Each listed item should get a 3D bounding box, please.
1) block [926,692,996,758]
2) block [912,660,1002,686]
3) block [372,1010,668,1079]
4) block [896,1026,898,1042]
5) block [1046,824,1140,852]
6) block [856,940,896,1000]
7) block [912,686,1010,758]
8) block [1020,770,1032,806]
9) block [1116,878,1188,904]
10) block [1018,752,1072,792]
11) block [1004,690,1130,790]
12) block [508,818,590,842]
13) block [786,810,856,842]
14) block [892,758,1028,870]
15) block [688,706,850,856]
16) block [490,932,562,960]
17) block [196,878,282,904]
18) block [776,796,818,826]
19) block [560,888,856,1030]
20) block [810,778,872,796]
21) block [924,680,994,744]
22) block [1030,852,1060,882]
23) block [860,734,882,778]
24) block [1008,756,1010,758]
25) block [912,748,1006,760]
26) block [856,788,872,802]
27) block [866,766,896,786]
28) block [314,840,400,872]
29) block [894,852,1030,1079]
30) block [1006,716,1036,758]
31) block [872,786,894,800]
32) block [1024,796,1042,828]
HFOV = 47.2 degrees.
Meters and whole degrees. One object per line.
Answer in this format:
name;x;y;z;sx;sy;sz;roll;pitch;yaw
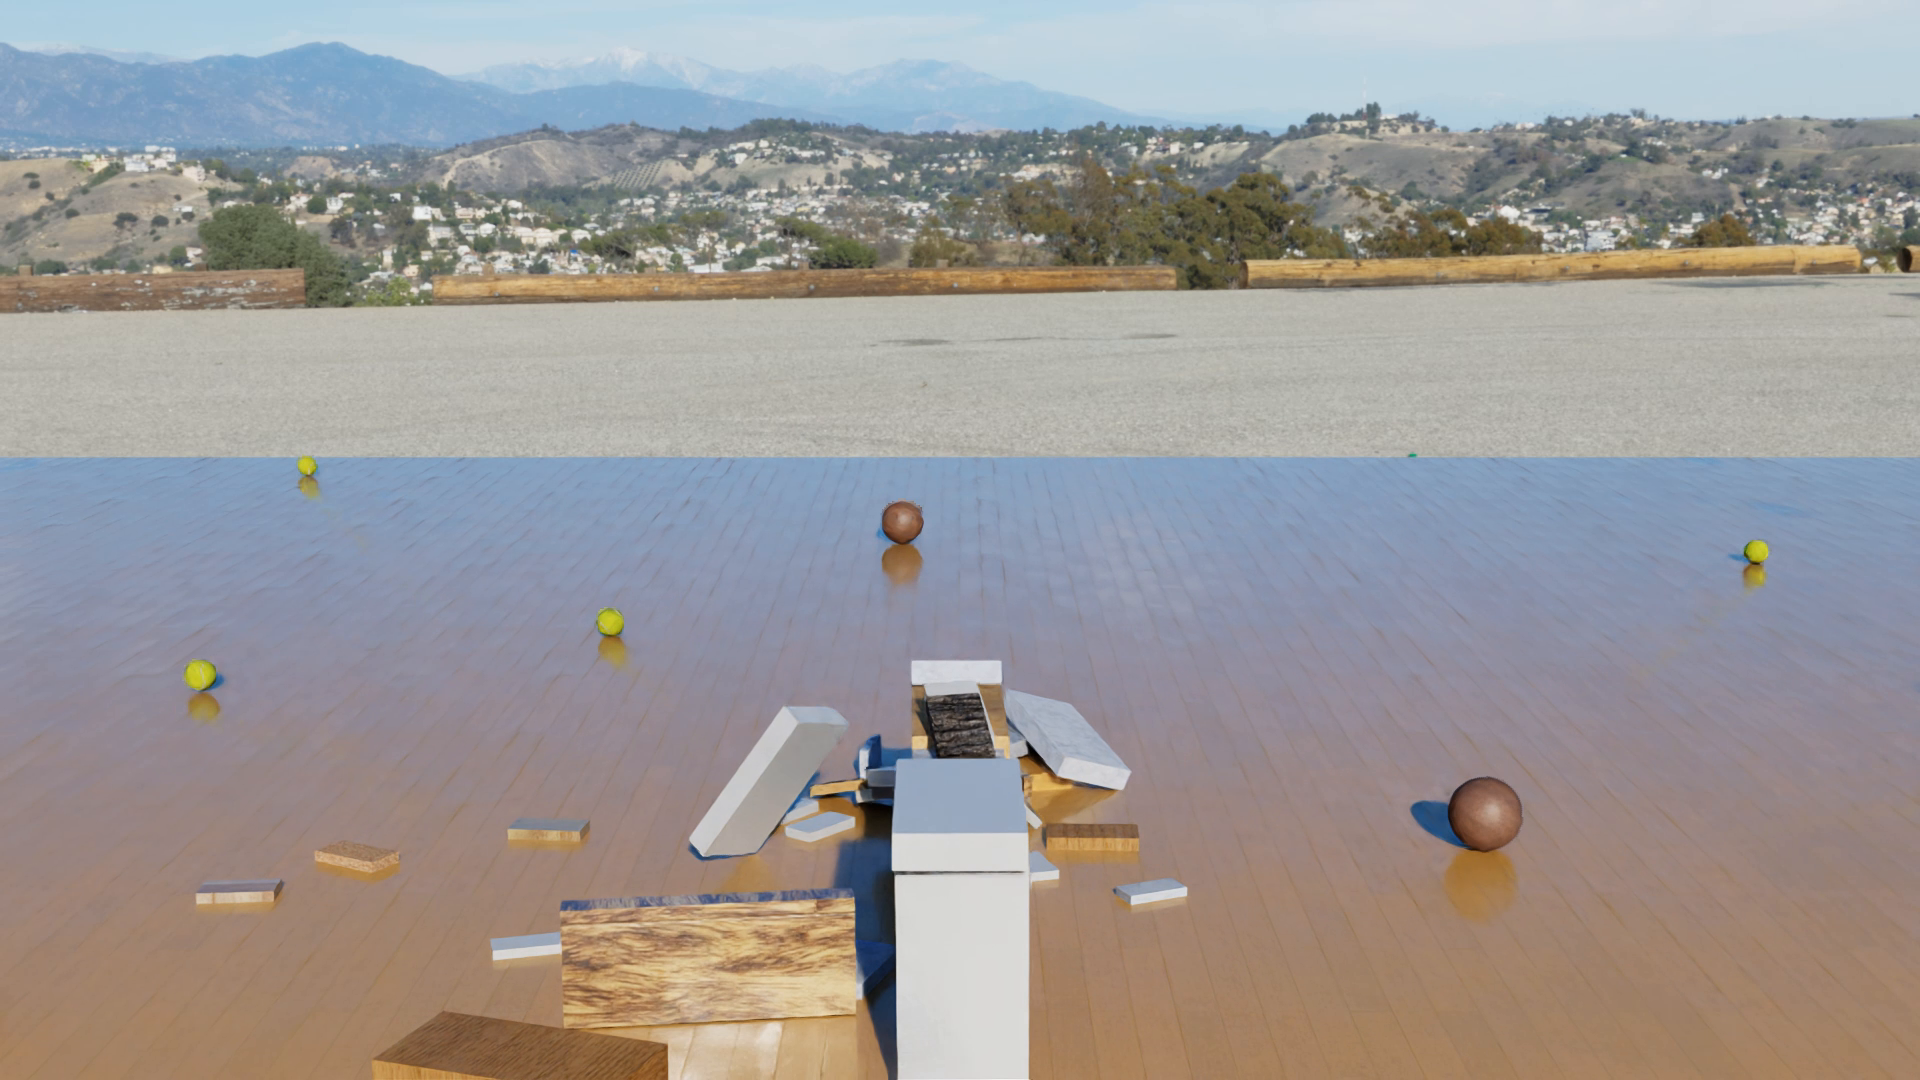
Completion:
block;-0.001;0.286;3.318;0.083;0.023;0.166;-3;28;-7
block;-0.006;0.297;3.793;0.150;0.043;0.301;-1;-31;0
block;-0.583;0.703;2.924;0.346;0.049;0.173;4;11;19
block;-0.003;0.529;3.061;0.170;0.340;0.048;0;11;0
block;0.236;0.530;3.927;0.163;0.023;0.081;0;11;2
block;-0.156;0.645;3.309;0.083;0.023;0.166;4;11;19
block;-0.002;0.292;3.517;0.149;0.042;0.298;0;11;-1
block;0.104;0.464;4.178;0.017;0.061;0.121;-3;11;-23
block;0.318;0.584;3.659;0.106;0.015;0.053;-5;12;-24
block;0.126;0.446;4.353;0.120;0.034;0.239;-3;11;-16
block;0.205;0.392;4.333;0.150;0.043;0.301;15;15;-26
block;-0.743;0.523;3.976;0.132;0.019;0.066;1;11;6
block;-0.253;0.521;3.996;0.061;0.017;0.121;8;13;38
block;-0.001;0.359;2.907;0.170;0.048;0.340;0;10;-1
block;-0.327;0.415;3.781;0.043;0.301;0.150;44;18;27
block;-0.673;0.630;3.412;0.106;0.015;0.053;-3;11;-16
block;-1.198;0.584;3.655;0.125;0.018;0.063;-1;11;-5
block;-0.327;0.504;4.085;0.063;0.018;0.125;8;13;36
block;-0.358;0.598;3.148;0.414;0.173;0.049;-1;8;-7
block;-0.213;0.466;4.170;0.132;0.019;0.066;-11;-5;34
block;-0.002;0.272;3.397;0.083;0.023;0.166;-4;28;-9
block;0.127;0.561;3.783;0.053;0.015;0.106;-3;11;-18
block;-0.177;0.431;4.353;0.018;0.063;0.125;2;11;9
block;0.001;0.478;3.457;0.149;0.298;0.042;0;11;0
block;-0.002;0.365;3.236;0.140;0.040;0.280;0;11;0
block;-0.116;0.469;4.136;0.157;0.022;0.078;-9;-5;-1
block;-0.084;0.412;3.878;0.106;0.030;0.212;-7;-4;-19
block;-1.050;0.551;3.829;0.132;0.019;0.066;6;12;29
block;0.005;0.569;2.842;0.170;0.340;0.048;1;14;4
block;0.084;0.393;4.360;0.120;0.034;0.239;14;9;25
block;-0.075;0.441;3.905;0.088;0.025;0.176;-6;-4;-32
block;0.109;0.480;4.048;0.017;0.061;0.121;-43;27;2
